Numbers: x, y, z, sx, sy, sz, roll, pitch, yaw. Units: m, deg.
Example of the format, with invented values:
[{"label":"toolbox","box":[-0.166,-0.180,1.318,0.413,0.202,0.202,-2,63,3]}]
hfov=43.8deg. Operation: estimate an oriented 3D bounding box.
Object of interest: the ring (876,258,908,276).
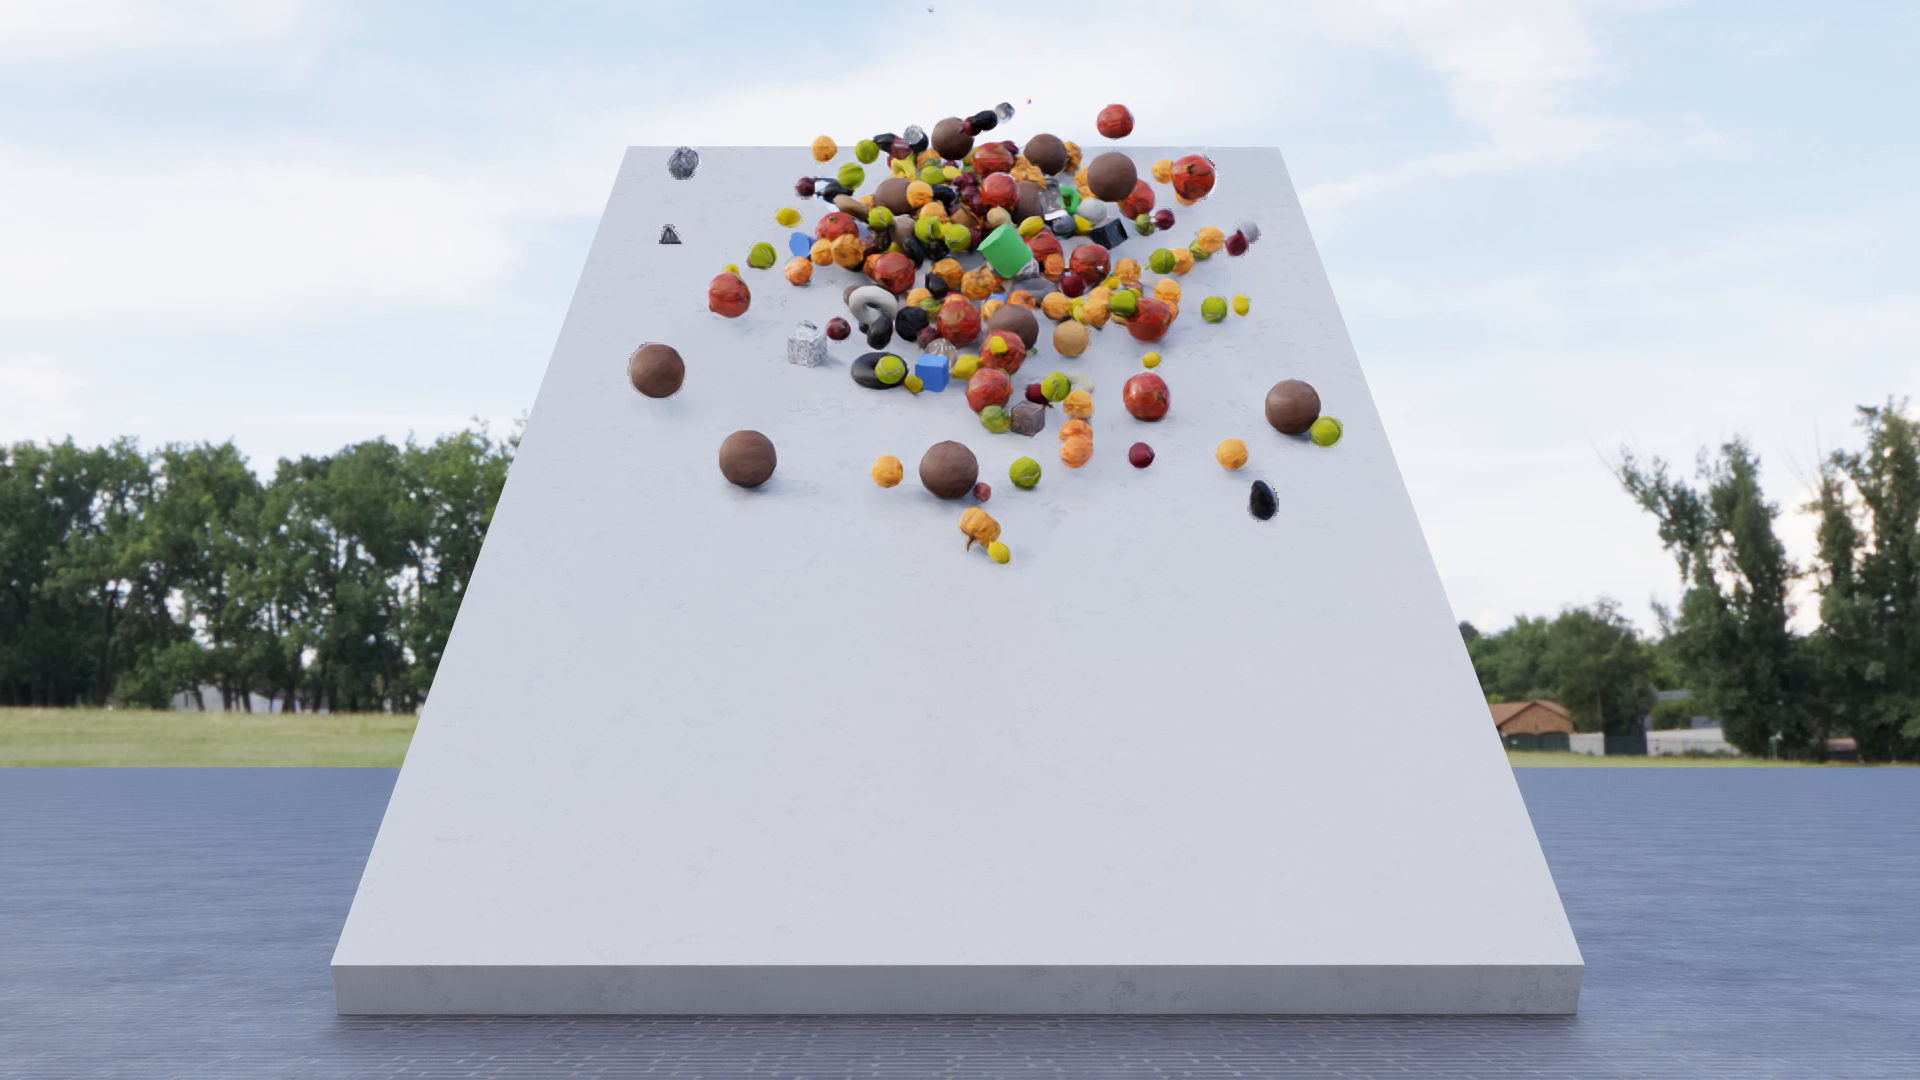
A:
[{"label":"ring","box":[-0.184,-0.736,6.417,0.089,0.030,0.089,-1,27,0]}]

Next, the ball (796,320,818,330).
[{"label":"ball","box":[-0.385,-0.524,5.994,0.054,0.054,0.054,0,-5,0]}]

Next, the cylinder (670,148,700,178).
[{"label":"cylinder","box":[-0.714,-0.976,6.192,0.061,0.061,0.061,2,-15,-25]}]

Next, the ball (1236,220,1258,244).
[{"label":"ball","box":[0.794,-0.854,6.606,0.065,0.065,0.065,0,-5,0]}]

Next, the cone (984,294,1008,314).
[{"label":"cone","box":[0.099,-0.593,6.125,0.060,0.060,0.060,2,32,-17]}]

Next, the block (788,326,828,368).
[{"label":"block","box":[-0.376,-0.475,5.884,0.070,0.070,0.070,14,31,23]}]

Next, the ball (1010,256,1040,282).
[{"label":"ball","box":[0.170,-0.717,6.328,0.083,0.083,0.083,0,-5,0]}]

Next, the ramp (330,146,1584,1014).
[{"label":"ramp","box":[-0.012,-0.222,5.594,2.000,0.100,4.000,0,28,0]}]

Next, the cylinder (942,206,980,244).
[{"label":"cylinder","box":[0.003,-0.843,6.394,0.070,0.070,0.070,-43,-20,15]}]

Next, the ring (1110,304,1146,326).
[{"label":"ring","box":[0.430,-0.579,6.126,0.095,0.032,0.095,-1,29,1]}]

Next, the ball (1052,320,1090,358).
[{"label":"ball","box":[0.275,-0.498,5.910,0.090,0.090,0.090,0,-5,0]}]

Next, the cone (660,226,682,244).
[{"label":"cone","box":[-0.789,-0.830,6.587,0.057,0.057,0.057,25,-7,-2]}]

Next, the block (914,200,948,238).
[{"label":"block","box":[-0.073,-0.868,6.469,0.080,0.080,0.080,-23,6,2]}]

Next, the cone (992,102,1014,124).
[{"label":"cone","box":[0.134,-1.221,6.910,0.066,0.066,0.066,2,34,-16]}]

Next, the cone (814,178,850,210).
[{"label":"cone","box":[-0.340,-0.992,6.707,0.097,0.097,0.097,-23,-18,36]}]

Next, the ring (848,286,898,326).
[{"label":"ring","box":[-0.216,-0.583,5.958,0.128,0.043,0.128,10,-35,7]}]

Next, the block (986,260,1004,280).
[{"label":"block","box":[0.113,-0.728,6.231,0.060,0.060,0.060,21,-45,-41]}]

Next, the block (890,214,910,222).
[{"label":"block","box":[-0.158,-0.848,6.497,0.052,0.052,0.052,-9,36,0]}]

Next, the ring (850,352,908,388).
[{"label":"ring","box":[-0.195,-0.411,5.791,0.141,0.047,0.141,2,32,-1]}]

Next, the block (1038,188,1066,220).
[{"label":"block","box":[0.249,-0.908,6.452,0.061,0.061,0.061,-17,-12,3]}]

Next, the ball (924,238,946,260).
[{"label":"ball","box":[-0.068,-0.790,6.483,0.063,0.063,0.063,0,-5,0]}]

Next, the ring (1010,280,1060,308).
[{"label":"ring","box":[0.197,-0.643,6.232,0.133,0.044,0.133,0,27,0]}]

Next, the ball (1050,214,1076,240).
[{"label":"ball","box":[0.288,-0.868,6.623,0.072,0.072,0.072,0,-5,0]}]

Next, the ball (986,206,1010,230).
[{"label":"ball","box":[0.104,-0.862,6.417,0.066,0.066,0.066,0,-5,0]}]

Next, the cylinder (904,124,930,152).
[{"label":"cylinder","box":[-0.128,-1.182,7.036,0.061,0.061,0.061,-2,-15,17]}]

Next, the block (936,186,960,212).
[{"label":"block","box":[-0.032,-0.952,6.675,0.052,0.052,0.052,-6,34,12]}]

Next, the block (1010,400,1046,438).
[{"label":"block","box":[0.157,-0.281,5.537,0.058,0.058,0.058,18,32,26]}]

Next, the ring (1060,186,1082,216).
[{"label":"ring","box":[0.301,-0.953,6.720,0.087,0.087,0.029,2,-13,-22]}]

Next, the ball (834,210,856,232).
[{"label":"ball","box":[-0.323,-0.892,6.674,0.062,0.062,0.062,0,-5,0]}]

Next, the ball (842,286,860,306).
[{"label":"ball","box":[-0.275,-0.632,6.191,0.058,0.058,0.058,0,-5,0]}]

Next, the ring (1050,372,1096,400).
[{"label":"ring","box":[0.270,-0.370,5.729,0.112,0.037,0.112,1,28,-1]}]

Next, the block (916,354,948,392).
[{"label":"block","box":[-0.067,-0.402,5.756,0.066,0.066,0.066,7,29,12]}]

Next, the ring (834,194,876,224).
[{"label":"ring","box":[-0.285,-0.900,6.494,0.127,0.042,0.127,29,3,-2]}]

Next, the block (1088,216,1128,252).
[{"label":"block","box":[0.404,-0.833,6.513,0.066,0.066,0.066,-36,19,-33]}]

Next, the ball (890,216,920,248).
[{"label":"ball","box":[-0.148,-0.829,6.428,0.083,0.083,0.083,0,-5,0]}]

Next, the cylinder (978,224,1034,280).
[{"label":"cylinder","box":[0.113,-0.715,5.918,0.098,0.098,0.098,47,-23,-16]}]

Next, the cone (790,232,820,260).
[{"label":"cone","box":[-0.409,-0.808,6.510,0.078,0.078,0.078,-5,9,45]}]

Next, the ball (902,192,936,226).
[{"label":"ball","box":[-0.113,-0.929,6.702,0.100,0.100,0.100,0,-5,0]}]

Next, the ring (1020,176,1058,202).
[{"label":"ring","box":[0.228,-1.016,6.908,0.120,0.040,0.120,-19,28,10]}]

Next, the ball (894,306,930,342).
[{"label":"ball","box":[-0.120,-0.543,5.993,0.090,0.090,0.090,0,-5,0]}]

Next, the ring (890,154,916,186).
[{"label":"ring","box":[-0.165,-1.080,6.982,0.033,0.098,0.098,-30,12,-33]}]

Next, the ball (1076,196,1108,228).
[{"label":"ball","box":[0.371,-0.918,6.699,0.087,0.087,0.087,0,-5,0]}]

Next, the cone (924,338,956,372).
[{"label":"cone","box":[-0.030,-0.444,5.860,0.091,0.091,0.091,-2,-2,24]}]

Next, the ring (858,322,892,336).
[{"label":"ring","box":[-0.214,-0.544,6.060,0.087,0.029,0.087,-1,28,0]}]
